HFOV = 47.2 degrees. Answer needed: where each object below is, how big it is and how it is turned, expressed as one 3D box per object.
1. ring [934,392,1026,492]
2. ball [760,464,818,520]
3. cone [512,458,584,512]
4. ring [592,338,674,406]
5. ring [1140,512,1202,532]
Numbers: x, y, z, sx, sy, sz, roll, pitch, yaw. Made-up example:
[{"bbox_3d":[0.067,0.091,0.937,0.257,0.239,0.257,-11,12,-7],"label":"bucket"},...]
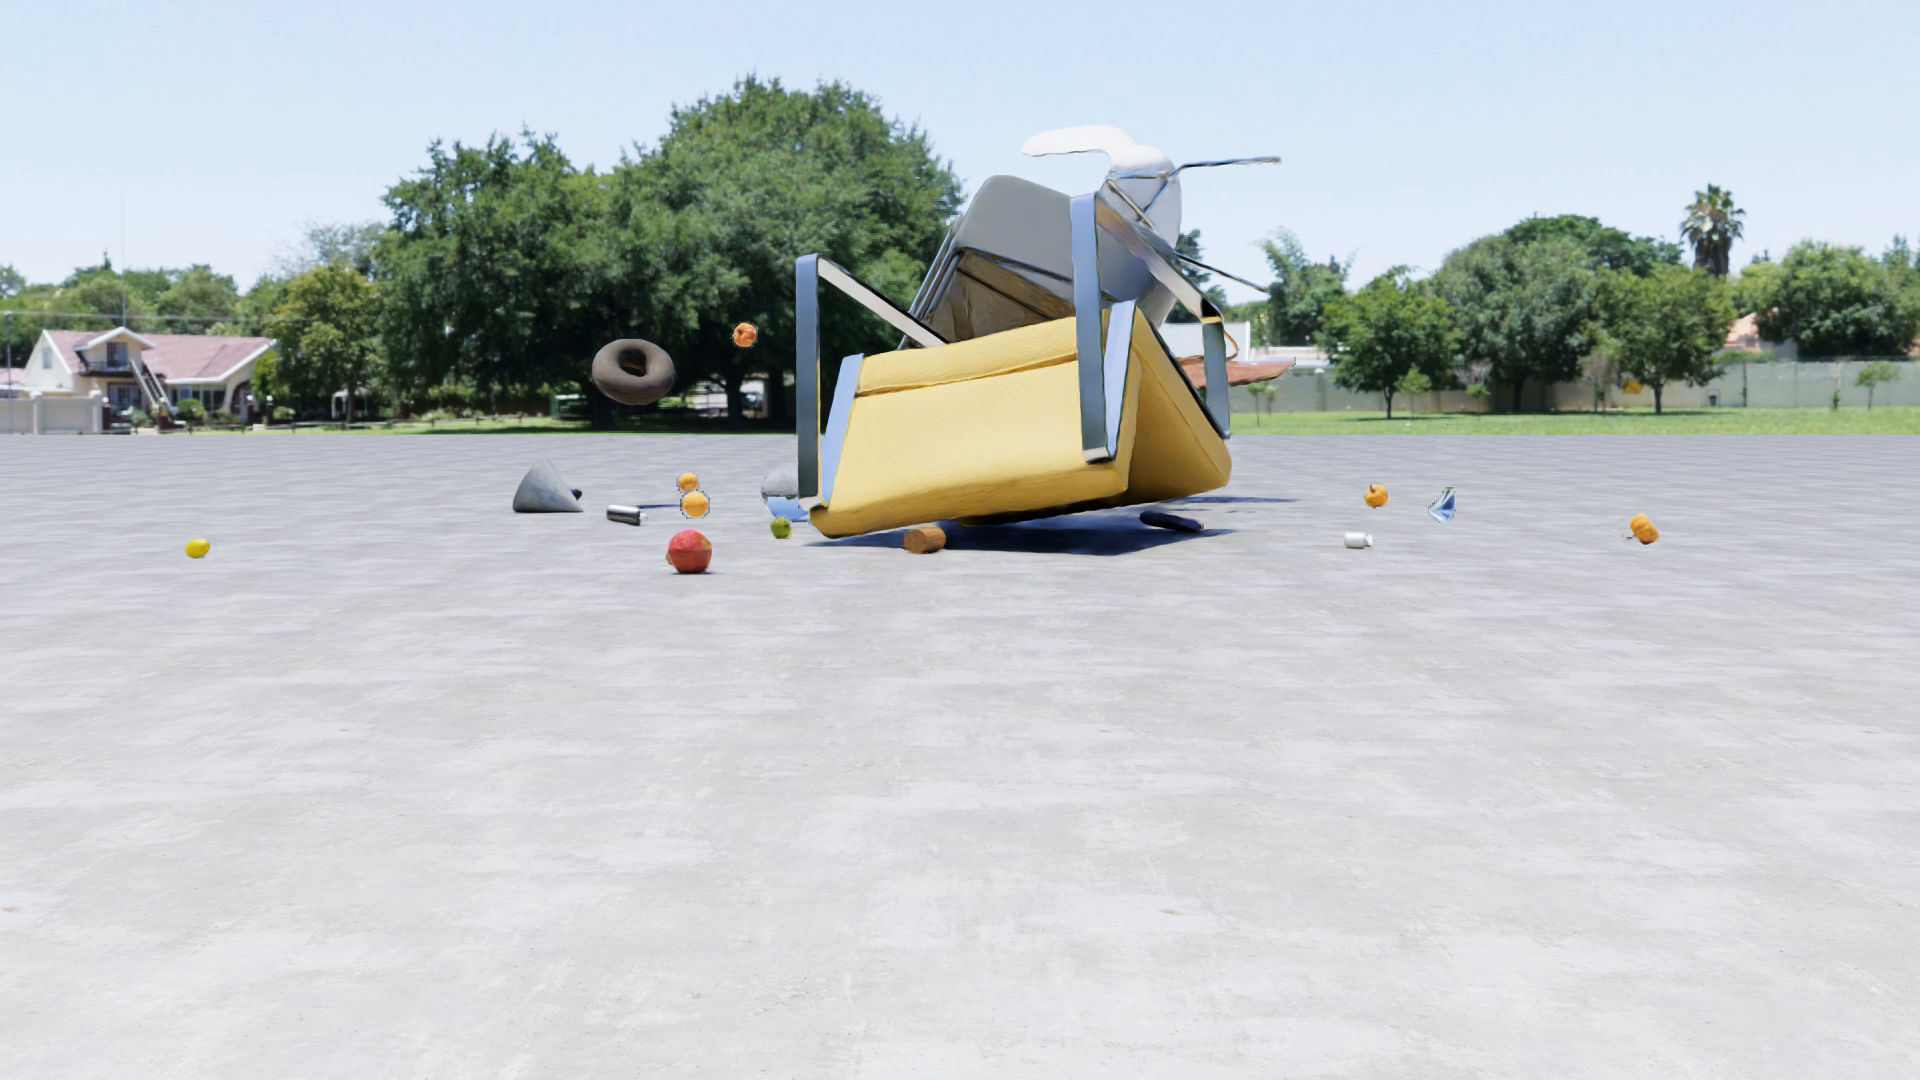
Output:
[{"bbox_3d":[0.071,-0.369,8.247,0.441,0.373,0.105,5,2,42],"label":"ring"},{"bbox_3d":[-0.582,-0.161,7.486,0.193,0.193,0.193,0,4,0],"label":"ball"},{"bbox_3d":[-1.466,-0.152,8.022,0.228,0.213,0.255,27,34,7],"label":"cone"},{"bbox_3d":[-1.234,-0.637,8.317,0.301,0.114,0.347,39,41,13],"label":"ring"},{"bbox_3d":[0.661,-0.057,6.912,0.200,0.042,0.165,9,3,-10],"label":"ring"}]
